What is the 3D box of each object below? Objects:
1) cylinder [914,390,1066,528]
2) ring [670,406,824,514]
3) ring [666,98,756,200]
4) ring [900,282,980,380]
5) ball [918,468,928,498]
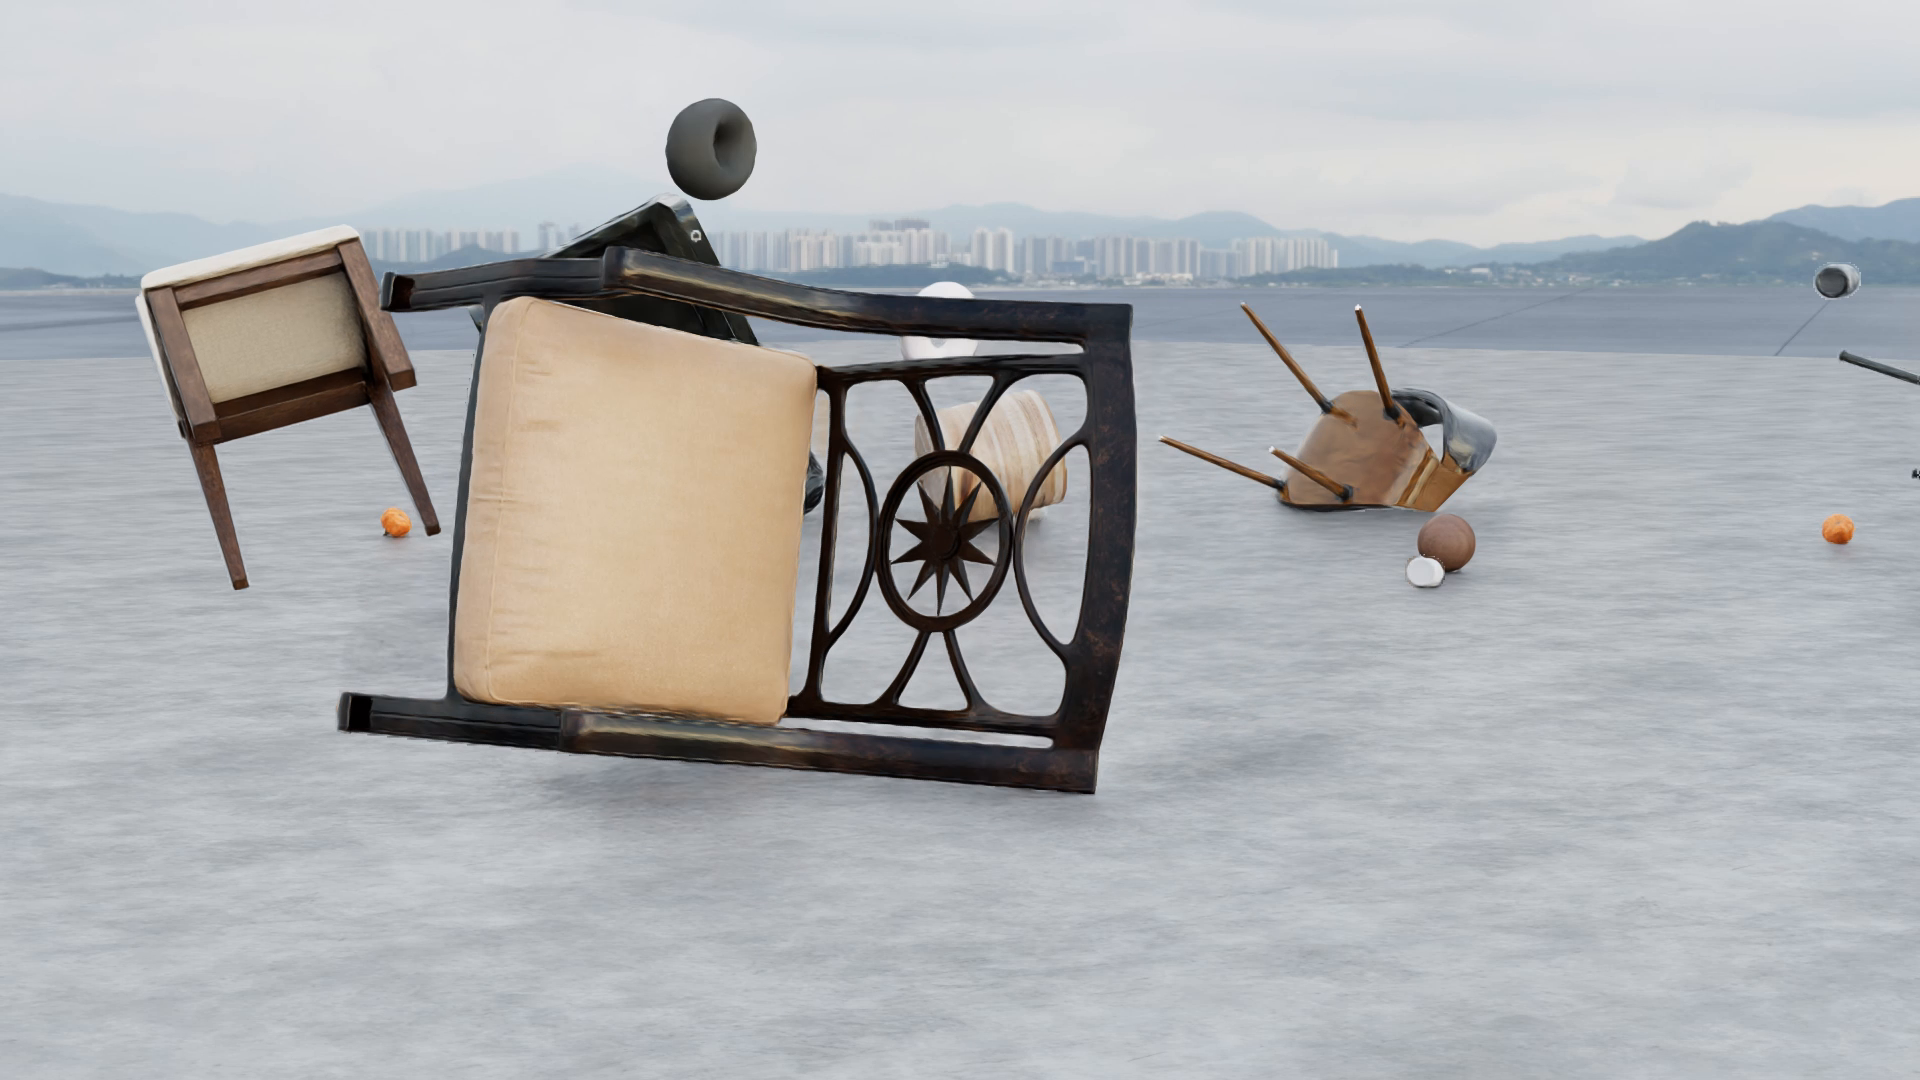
[{"bbox_3d":[0.079,-0.214,6.729,0.312,0.314,0.273,-13,-15,-16],"label":"cylinder"},{"bbox_3d":[-0.579,-0.216,6.987,0.499,0.176,0.243,27,-24,-33],"label":"ring"},{"bbox_3d":[-0.471,-0.741,4.868,0.092,0.187,0.266,-5,20,23],"label":"ring"},{"bbox_3d":[-0.057,-0.614,7.534,0.257,0.297,0.089,20,0,-33],"label":"ring"},{"bbox_3d":[0.011,-0.185,6.998,0.249,0.249,0.249,0,6,0],"label":"ball"}]
